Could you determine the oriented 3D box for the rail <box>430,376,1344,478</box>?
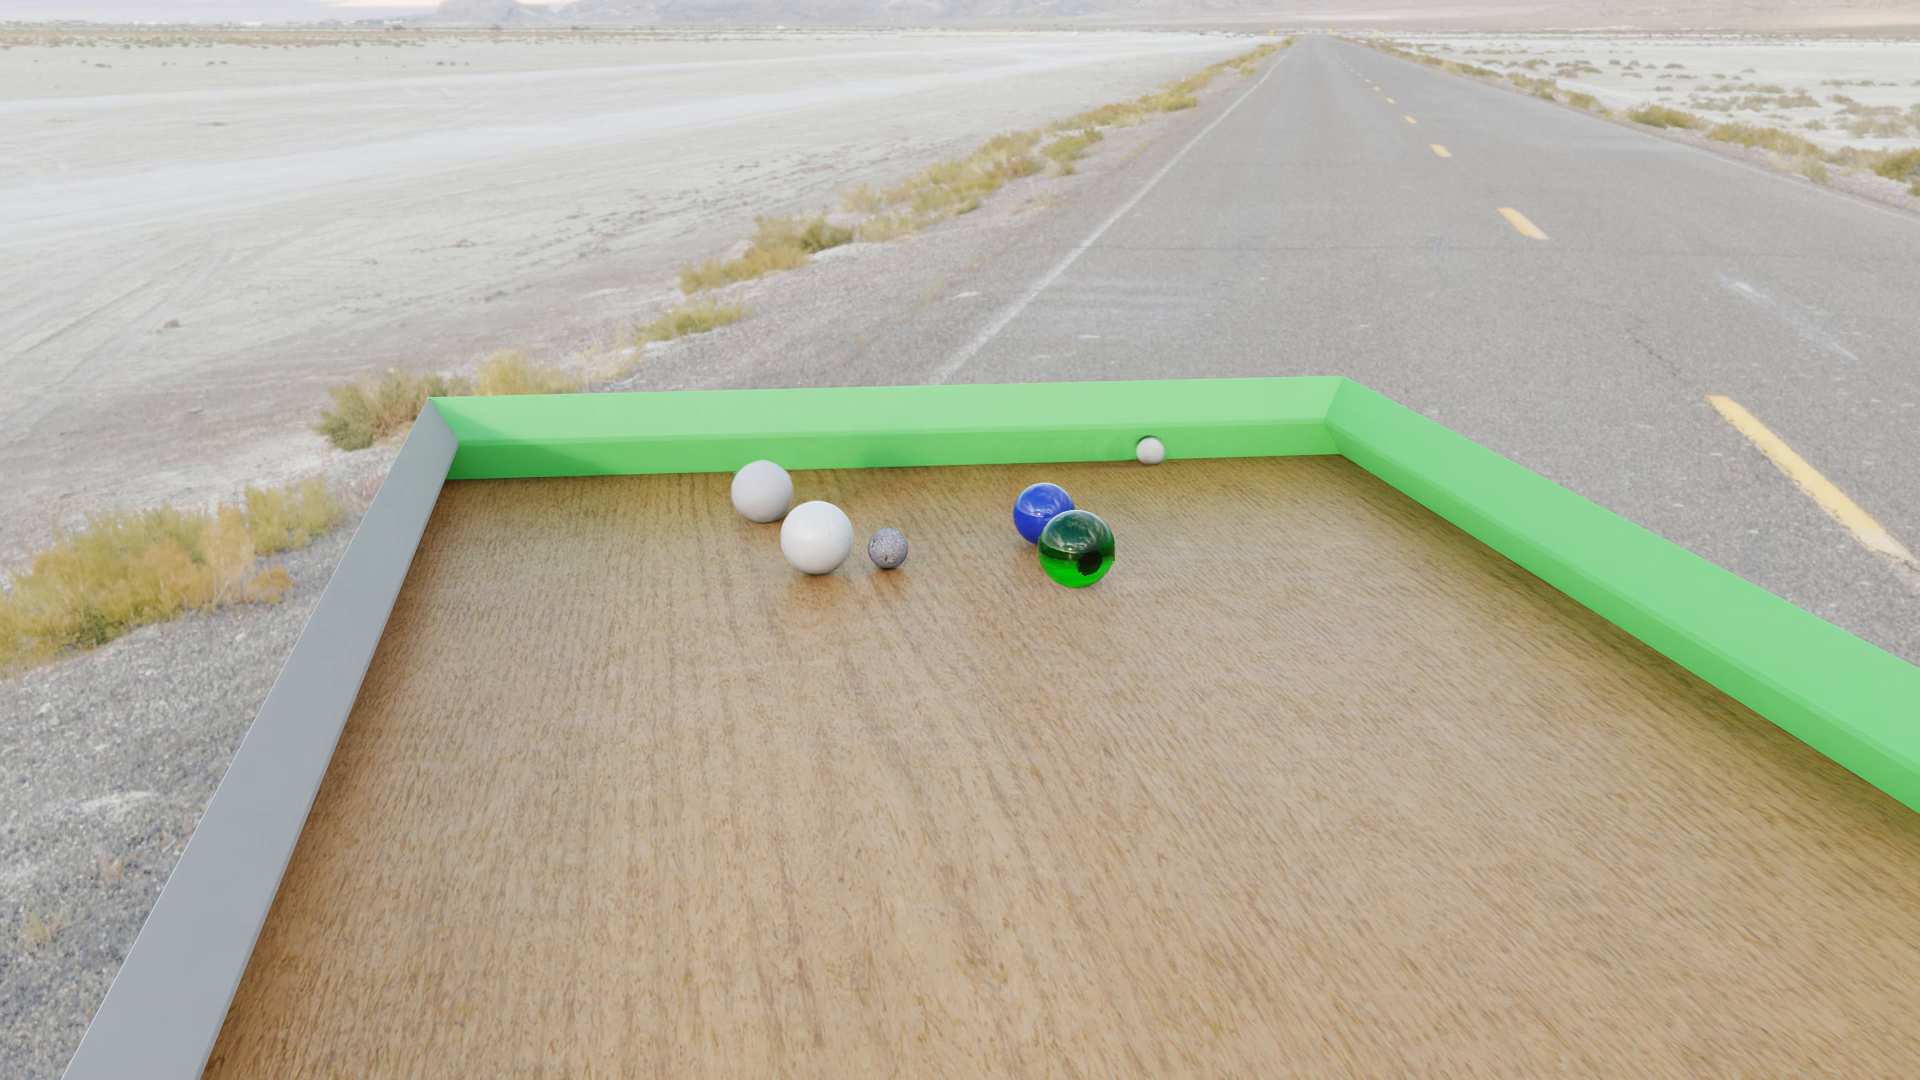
[{"bbox_3d":[-0.090,-0.171,3.393,1.427,0.125,0.045,-2,14,-8],"label":"rail"}]

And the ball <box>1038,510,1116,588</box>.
[{"bbox_3d":[0.143,0.011,2.698,0.096,0.096,0.096,0,13,0],"label":"ball"}]

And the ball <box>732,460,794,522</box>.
[{"bbox_3d":[-0.274,-0.068,3.048,0.086,0.086,0.086,0,13,0],"label":"ball"}]

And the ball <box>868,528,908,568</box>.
[{"bbox_3d":[-0.091,0.011,2.793,0.052,0.052,0.052,0,13,0],"label":"ball"}]

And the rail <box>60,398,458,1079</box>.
[{"bbox_3d":[-0.589,0.148,2.057,0.045,0.125,2.625,-2,14,-8],"label":"rail"}]

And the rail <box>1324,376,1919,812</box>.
[{"bbox_3d":[0.776,0.102,2.248,0.045,0.125,2.625,-2,14,-8],"label":"rail"}]

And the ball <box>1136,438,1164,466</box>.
[{"bbox_3d":[0.297,-0.139,3.436,0.044,0.044,0.044,0,13,0],"label":"ball"}]

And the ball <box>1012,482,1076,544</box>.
[{"bbox_3d":[0.111,-0.034,2.912,0.084,0.084,0.084,0,13,0],"label":"ball"}]

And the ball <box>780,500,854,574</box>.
[{"bbox_3d":[-0.180,-0.003,2.761,0.093,0.093,0.093,0,13,0],"label":"ball"}]
